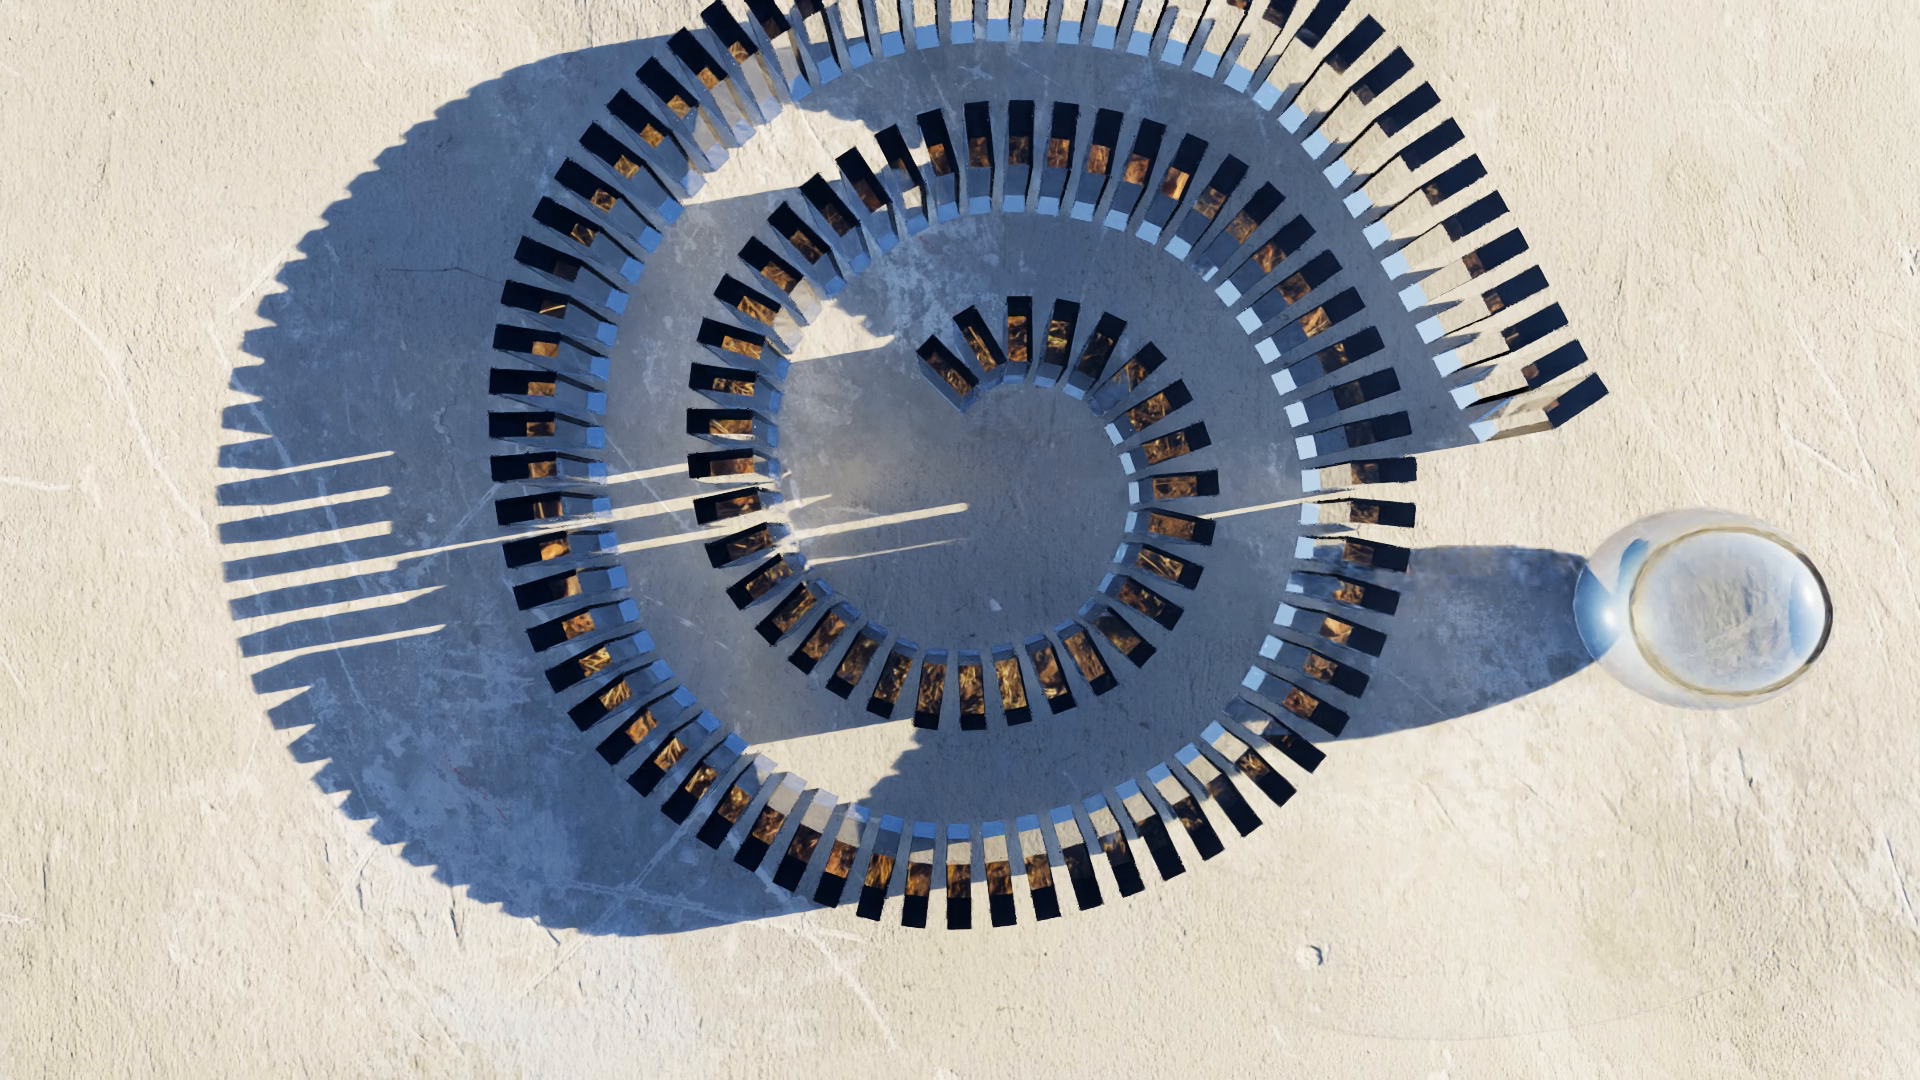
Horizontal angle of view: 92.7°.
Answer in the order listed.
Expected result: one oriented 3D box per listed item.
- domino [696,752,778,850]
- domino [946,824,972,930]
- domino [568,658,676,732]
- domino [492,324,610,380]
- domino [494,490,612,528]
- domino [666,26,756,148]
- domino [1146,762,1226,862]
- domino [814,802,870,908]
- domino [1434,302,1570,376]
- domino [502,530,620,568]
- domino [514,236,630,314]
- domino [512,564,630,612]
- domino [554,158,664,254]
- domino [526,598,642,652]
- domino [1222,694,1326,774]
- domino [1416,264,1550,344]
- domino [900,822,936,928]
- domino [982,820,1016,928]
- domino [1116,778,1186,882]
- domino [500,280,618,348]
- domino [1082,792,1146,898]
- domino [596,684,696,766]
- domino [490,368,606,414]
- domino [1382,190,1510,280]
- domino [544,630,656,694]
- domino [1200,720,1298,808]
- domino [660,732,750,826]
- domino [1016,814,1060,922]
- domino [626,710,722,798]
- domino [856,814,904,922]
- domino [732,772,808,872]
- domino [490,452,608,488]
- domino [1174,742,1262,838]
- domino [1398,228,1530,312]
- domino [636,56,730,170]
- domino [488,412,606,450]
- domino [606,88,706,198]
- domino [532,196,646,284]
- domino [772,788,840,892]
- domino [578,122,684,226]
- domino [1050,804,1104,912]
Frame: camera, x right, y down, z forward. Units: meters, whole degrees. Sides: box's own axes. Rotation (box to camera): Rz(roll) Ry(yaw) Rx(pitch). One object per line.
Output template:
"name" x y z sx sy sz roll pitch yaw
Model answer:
"domino" -0.090 0.106 0.375 0.010 0.050 0.025 34 90 0
"domino" 0.000 0.136 0.375 0.009 0.050 0.025 -1 90 0
"domino" -0.137 0.062 0.375 0.025 0.050 0.010 -36 90 0
"domino" -0.166 -0.076 0.375 0.025 0.050 0.010 8 90 0
"domino" -0.165 -0.012 0.375 0.025 0.050 0.009 -9 90 0
"domino" -0.100 -0.184 0.375 0.009 0.050 0.025 -42 90 0
"domino" 0.091 0.110 0.375 0.010 0.050 0.025 -30 90 0
"domino" -0.047 0.128 0.375 0.009 0.050 0.025 21 90 0
"domino" 0.220 -0.081 0.375 0.025 0.050 0.009 -28 90 0
"domino" -0.162 0.004 0.375 0.025 0.050 0.009 -13 90 0
"domino" -0.157 -0.107 0.375 0.025 0.050 0.009 22 90 0
"domino" -0.158 0.019 0.375 0.025 0.050 0.009 -17 90 0
"domino" -0.142 -0.135 0.375 0.025 0.050 0.009 33 90 0
"domino" -0.152 0.034 0.375 0.025 0.050 0.009 -22 90 0
"domino" 0.127 0.078 0.375 0.025 0.050 0.010 37 90 0
"domino" 0.212 -0.095 0.375 0.025 0.050 0.009 -28 90 0
"domino" -0.016 0.136 0.375 0.009 0.050 0.025 7 90 0
"domino" 0.016 0.135 0.375 0.009 0.050 0.025 -7 90 0
"domino" 0.077 0.117 0.375 0.009 0.050 0.025 -25 90 0
"domino" -0.162 -0.092 0.375 0.025 0.050 0.010 15 90 0
"domino" 0.062 0.124 0.375 0.009 0.050 0.025 -21 90 0
"domino" -0.127 0.075 0.375 0.025 0.050 0.009 -43 90 0
"domino" -0.167 -0.060 0.375 0.025 0.050 0.009 3 90 0
"domino" 0.197 -0.124 0.375 0.025 0.050 0.010 -30 90 0
"domino" -0.146 0.049 0.375 0.025 0.050 0.009 -28 90 0
"domino" 0.117 0.091 0.375 0.025 0.050 0.009 45 90 0
"domino" -0.103 0.096 0.375 0.010 0.050 0.025 38 90 0
"domino" 0.031 0.133 0.375 0.009 0.050 0.025 -12 90 0
"domino" -0.116 0.086 0.375 0.009 0.050 0.025 42 90 0
"domino" -0.032 0.133 0.375 0.009 0.050 0.025 15 90 0
"domino" -0.077 0.114 0.375 0.009 0.050 0.025 29 90 0
"domino" -0.167 -0.028 0.375 0.025 0.050 0.009 -5 90 0
"domino" 0.105 0.101 0.375 0.009 0.050 0.025 -37 90 0
"domino" 0.205 -0.110 0.375 0.025 0.050 0.009 -28 90 0
"domino" -0.112 -0.173 0.375 0.025 0.050 0.009 44 90 0
"domino" -0.168 -0.044 0.375 0.025 0.050 0.010 -1 90 0
"domino" -0.123 -0.161 0.375 0.025 0.050 0.010 41 90 0
"domino" -0.150 -0.122 0.375 0.025 0.050 0.009 28 90 0
"domino" -0.062 0.121 0.375 0.009 0.050 0.025 25 90 0
"domino" -0.133 -0.149 0.375 0.025 0.050 0.010 37 90 0
"domino" 0.047 0.129 0.375 0.009 0.050 0.025 -16 90 0
